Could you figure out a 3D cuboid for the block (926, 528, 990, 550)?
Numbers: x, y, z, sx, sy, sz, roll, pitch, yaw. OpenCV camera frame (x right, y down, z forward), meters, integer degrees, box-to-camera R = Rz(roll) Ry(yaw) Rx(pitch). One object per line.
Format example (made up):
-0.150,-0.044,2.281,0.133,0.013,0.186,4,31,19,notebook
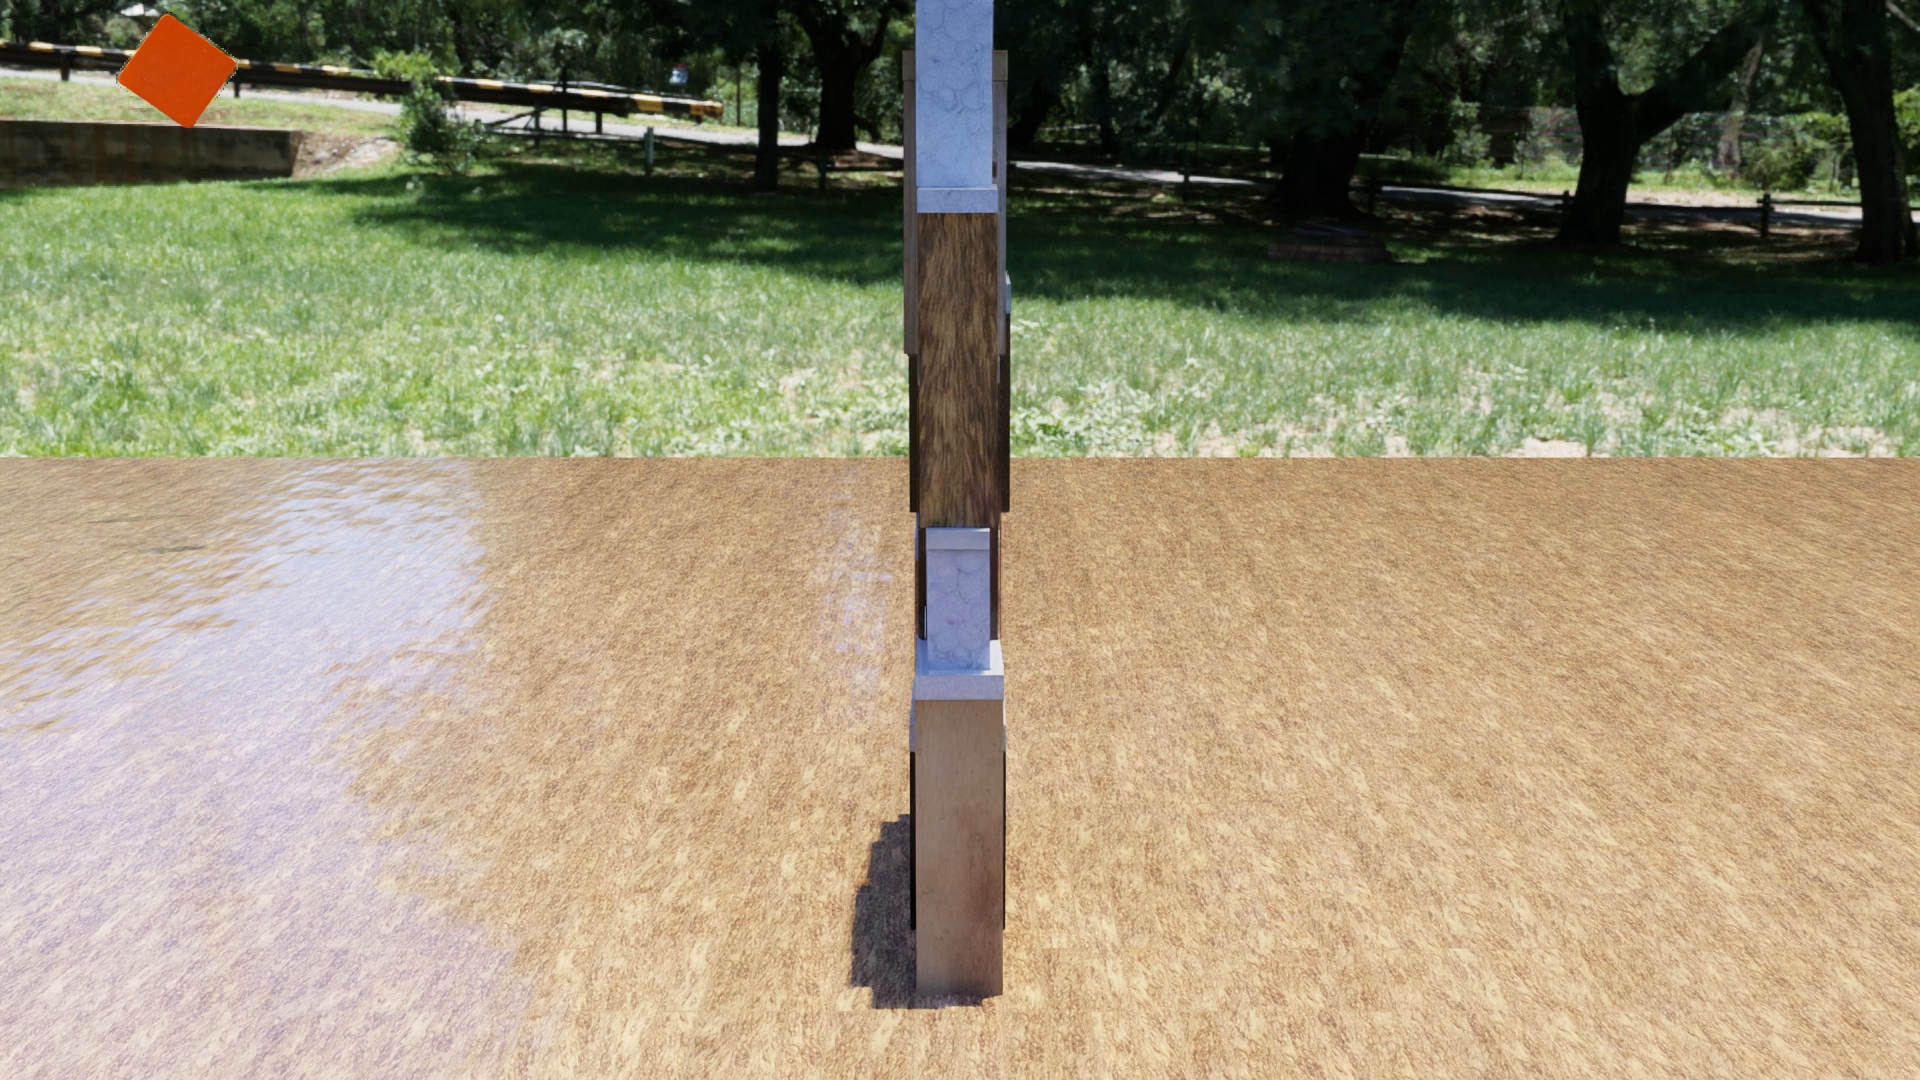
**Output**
-0.004,-0.016,3.191,0.090,0.025,0.180,0,11,0,block

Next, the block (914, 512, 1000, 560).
-0.005,-0.011,3.483,0.130,0.037,0.261,0,10,0,block

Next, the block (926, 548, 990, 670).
-0.002,0.096,3.151,0.090,0.180,0.026,0,11,0,block

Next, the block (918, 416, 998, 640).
-0.002,-0.044,3.321,0.120,0.393,0.034,0,10,0,block

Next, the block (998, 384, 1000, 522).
0.004,-0.149,3.466,0.120,0.240,0.034,0,10,0,block

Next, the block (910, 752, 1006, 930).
-0.003,0.469,3.495,0.151,0.302,0.043,0,11,0,block

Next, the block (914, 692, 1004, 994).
-0.001,0.443,3.215,0.127,0.454,0.036,0,10,0,block

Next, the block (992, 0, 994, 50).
-0.005,-0.833,3.246,0.108,0.217,0.031,0,10,0,block

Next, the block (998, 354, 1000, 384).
0.000,-0.269,3.362,0.120,0.034,0.240,0,10,0,block

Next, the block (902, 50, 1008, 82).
-0.007,-0.720,3.364,0.153,0.043,0.307,0,10,0,block

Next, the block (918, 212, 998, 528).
-0.003,-0.239,3.104,0.111,0.444,0.031,0,10,0,block

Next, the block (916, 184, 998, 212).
-0.002,-0.488,3.134,0.111,0.031,0.222,0,11,1,block

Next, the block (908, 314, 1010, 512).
-0.001,-0.208,3.555,0.162,0.325,0.046,0,10,0,block

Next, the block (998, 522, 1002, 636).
0.000,0.103,3.807,0.143,0.285,0.040,0,11,0,block

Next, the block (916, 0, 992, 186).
-0.008,-0.710,3.120,0.108,0.410,0.031,0,10,1,block

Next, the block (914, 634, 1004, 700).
-0.002,0.186,3.255,0.127,0.036,0.254,0,11,-1,block

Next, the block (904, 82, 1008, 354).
-0.008,-0.482,3.305,0.153,0.403,0.043,0,11,0,block

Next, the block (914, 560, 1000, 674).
-0.005,0.151,3.425,0.130,0.261,0.037,0,11,0,block

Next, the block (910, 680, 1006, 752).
-0.003,0.280,3.563,0.151,0.043,0.302,0,11,0,block

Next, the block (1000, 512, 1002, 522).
0.000,-0.075,3.871,0.143,0.040,0.285,0,11,0,block

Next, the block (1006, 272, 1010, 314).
-0.001,-0.410,3.628,0.162,0.046,0.325,0,11,0,block
